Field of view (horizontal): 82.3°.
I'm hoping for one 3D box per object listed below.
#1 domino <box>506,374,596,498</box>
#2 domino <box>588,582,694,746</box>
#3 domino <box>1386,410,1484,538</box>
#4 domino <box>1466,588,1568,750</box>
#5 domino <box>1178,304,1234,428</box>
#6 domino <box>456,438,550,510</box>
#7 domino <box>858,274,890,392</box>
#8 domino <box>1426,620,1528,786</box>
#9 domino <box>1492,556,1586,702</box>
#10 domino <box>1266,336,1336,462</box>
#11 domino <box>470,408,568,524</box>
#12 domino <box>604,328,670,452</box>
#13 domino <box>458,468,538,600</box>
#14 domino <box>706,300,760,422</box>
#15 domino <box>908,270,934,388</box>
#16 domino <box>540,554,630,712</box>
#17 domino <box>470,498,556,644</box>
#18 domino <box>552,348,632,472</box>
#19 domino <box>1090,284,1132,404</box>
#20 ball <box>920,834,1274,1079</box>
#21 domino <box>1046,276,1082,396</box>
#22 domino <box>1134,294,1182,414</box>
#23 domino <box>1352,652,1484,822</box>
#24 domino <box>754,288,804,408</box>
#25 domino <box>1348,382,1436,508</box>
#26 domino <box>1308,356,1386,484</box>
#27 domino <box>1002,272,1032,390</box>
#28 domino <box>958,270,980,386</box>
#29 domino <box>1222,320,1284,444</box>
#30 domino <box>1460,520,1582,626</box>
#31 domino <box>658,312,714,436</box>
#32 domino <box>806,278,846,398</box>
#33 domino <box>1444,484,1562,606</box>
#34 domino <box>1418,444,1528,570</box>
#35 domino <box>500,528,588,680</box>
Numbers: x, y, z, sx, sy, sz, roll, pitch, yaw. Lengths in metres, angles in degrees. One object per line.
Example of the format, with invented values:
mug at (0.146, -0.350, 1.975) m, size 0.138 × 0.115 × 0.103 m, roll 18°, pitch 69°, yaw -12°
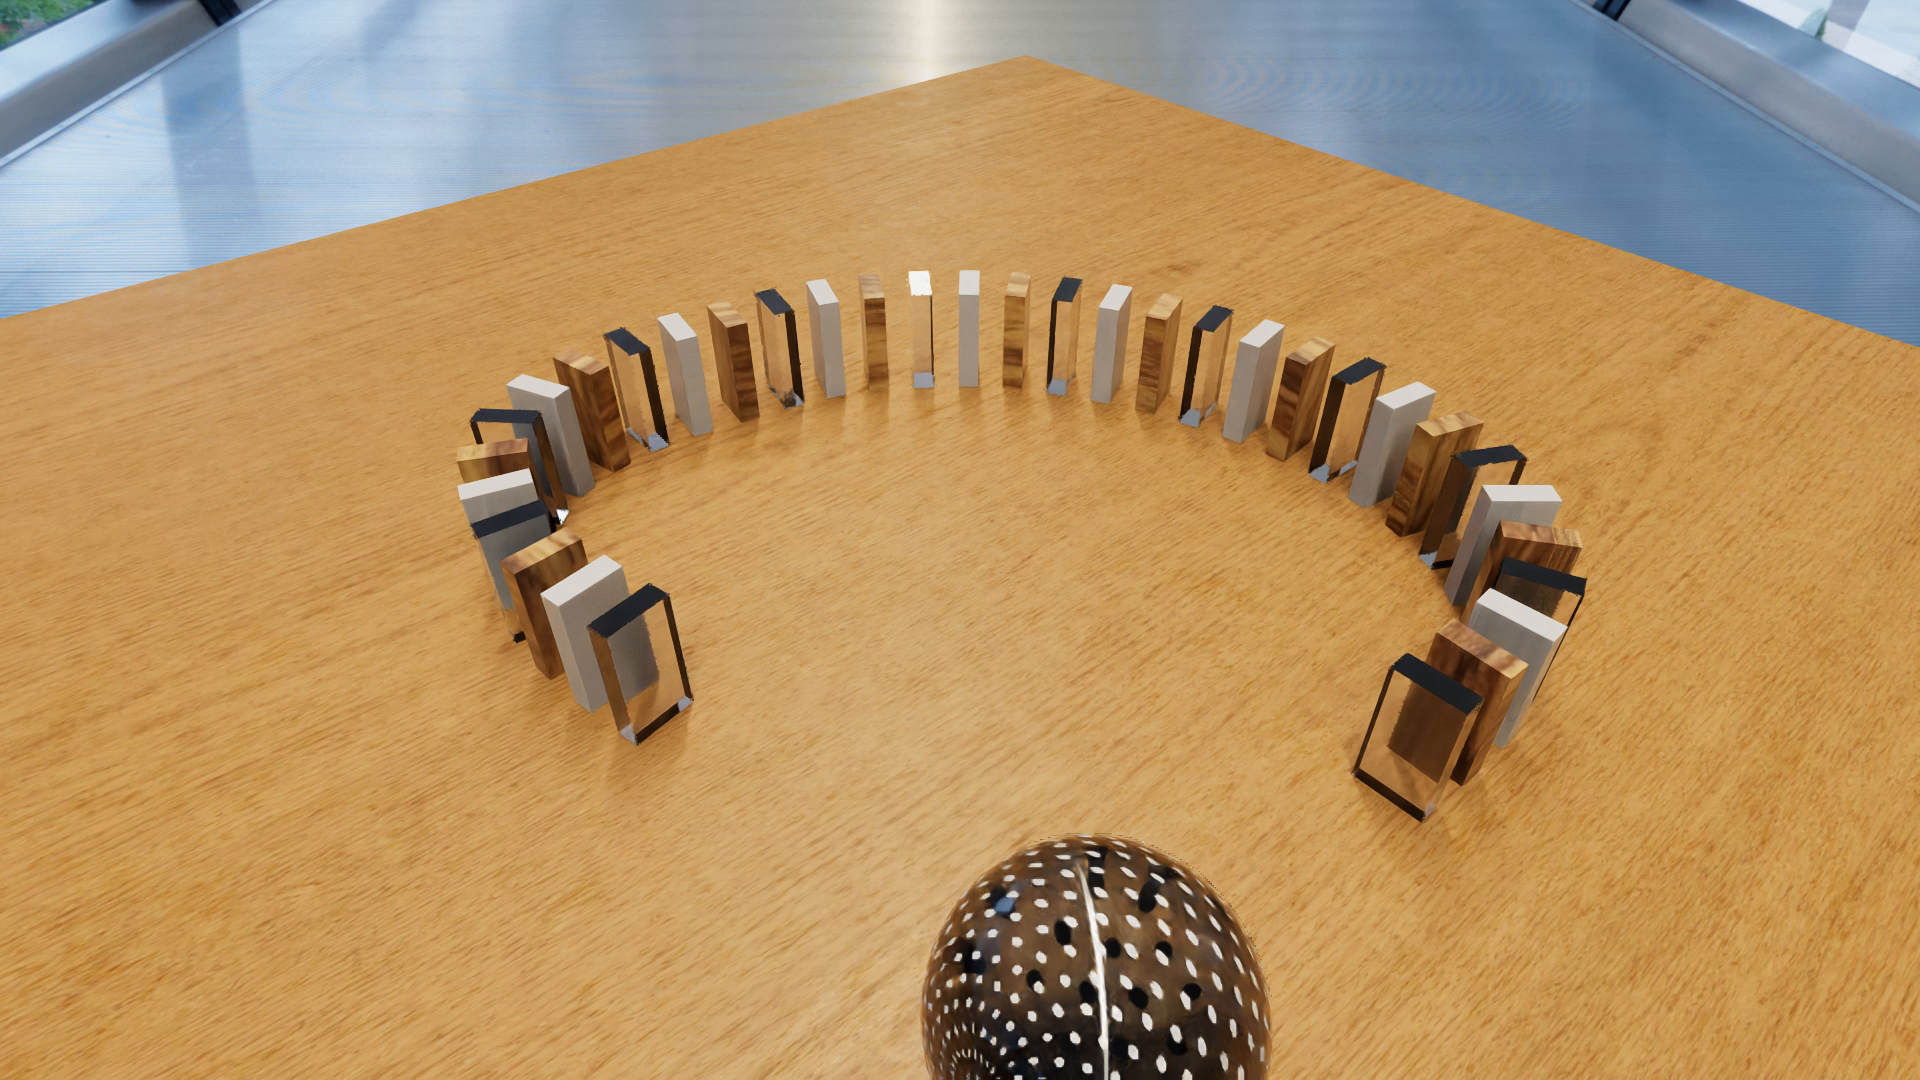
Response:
domino at (-0.172, -0.043, 0.465) m, size 0.025 × 0.050 × 0.010 m, roll 16°, pitch 42°, yaw 19°
domino at (-0.104, 0.041, 0.361) m, size 0.010 × 0.050 × 0.025 m, roll 26°, pitch 46°, yaw 28°
domino at (0.191, -0.026, 0.443) m, size 0.025 × 0.050 × 0.009 m, roll -15°, pitch 42°, yaw -18°
domino at (0.176, 0.043, 0.360) m, size 0.009 × 0.050 × 0.025 m, roll -31°, pitch 49°, yaw -32°
domino at (0.114, -0.080, 0.509) m, size 0.010 × 0.050 × 0.025 m, roll 22°, pitch 44°, yaw 24°
domino at (-0.176, -0.015, 0.429) m, size 0.025 × 0.050 × 0.009 m, roll -10°, pitch 40°, yaw -11°
domino at (-0.042, -0.100, 0.534) m, size 0.009 × 0.050 × 0.025 m, roll -7°, pitch 40°, yaw -8°
domino at (0.158, 0.052, 0.348) m, size 0.010 × 0.050 × 0.025 m, roll -26°, pitch 46°, yaw -28°
domino at (0.190, 0.031, 0.374) m, size 0.025 × 0.050 × 0.009 m, roll 18°, pitch 43°, yaw 21°
domino at (0.150, -0.062, 0.487) m, size 0.010 × 0.050 × 0.025 m, roll 31°, pitch 49°, yaw 32°
domino at (-0.179, -0.029, 0.447) m, size 0.025 × 0.050 × 0.010 m, roll 3°, pitch 39°, yaw 3°
domino at (-0.145, -0.067, 0.493) m, size 0.010 × 0.050 × 0.025 m, roll -28°, pitch 47°, yaw -30°
domino at (-0.168, -0.001, 0.413) m, size 0.025 × 0.050 × 0.009 m, roll -17°, pitch 42°, yaw -20°
domino at (-0.105, -0.083, 0.513) m, size 0.009 × 0.050 × 0.025 m, roll -21°, pitch 44°, yaw -23°
domino at (-0.019, -0.102, 0.536) m, size 0.009 × 0.050 × 0.025 m, roll -3°, pitch 39°, yaw -4°
domino at (-0.123, 0.032, 0.372) m, size 0.009 × 0.050 × 0.025 m, roll 27°, pitch 46°, yaw 29°
domino at (-0.156, 0.012, 0.397) m, size 0.025 × 0.050 × 0.009 m, roll -24°, pitch 45°, yaw -27°
domino at (-0.160, -0.056, 0.480) m, size 0.025 × 0.050 × 0.009 m, roll 25°, pitch 46°, yaw 27°
domino at (0.072, -0.093, 0.525) m, size 0.009 × 0.050 × 0.025 m, roll 14°, pitch 41°, yaw 17°
ball at (0.031, 0.109, 0.254) m, size 0.080 × 0.080 × 0.080 m, roll 0°, pitch 39°, yaw 0°
domino at (0.050, -0.098, 0.531) m, size 0.010 × 0.050 × 0.025 m, roll 11°, pitch 40°, yaw 13°
domino at (0.094, -0.087, 0.518) m, size 0.009 × 0.050 × 0.025 m, roll 17°, pitch 42°, yaw 20°
domino at (0.139, 0.061, 0.337) m, size 0.009 × 0.050 × 0.025 m, roll -29°, pitch 47°, yaw -31°
domino at (-0.085, -0.090, 0.522) m, size 0.010 × 0.050 × 0.025 m, roll -20°, pitch 43°, yaw -22°
domino at (0.180, -0.039, 0.459) m, size 0.025 × 0.050 × 0.009 m, roll -21°, pitch 44°, yaw -24°
domino at (0.166, -0.051, 0.474) m, size 0.025 × 0.050 × 0.009 m, roll -28°, pitch 47°, yaw -30°
domino at (0.028, -0.102, 0.535) m, size 0.010 × 0.050 × 0.025 m, roll 6°, pitch 40°, yaw 7°
domino at (0.004, -0.103, 0.537) m, size 0.009 × 0.050 × 0.025 m, roll 1°, pitch 39°, yaw 1°
domino at (0.133, -0.072, 0.499) m, size 0.009 × 0.050 × 0.025 m, roll 27°, pitch 46°, yaw 29°
domino at (0.198, 0.017, 0.391) m, size 0.025 × 0.050 × 0.010 m, roll 9°, pitch 40°, yaw 10°
domino at (-0.126, -0.075, 0.503) m, size 0.009 × 0.050 × 0.025 m, roll -21°, pitch 44°, yaw -24°
domino at (-0.064, -0.097, 0.530) m, size 0.009 × 0.050 × 0.025 m, roll -13°, pitch 41°, yaw -15°
domino at (0.201, 0.003, 0.408) m, size 0.025 × 0.050 × 0.009 m, roll 0°, pitch 39°, yaw 0°
domino at (0.198, -0.012, 0.426) m, size 0.025 × 0.050 × 0.009 m, roll -8°, pitch 40°, yaw -10°
domino at (-0.140, 0.023, 0.384) m, size 0.010 × 0.050 × 0.025 m, roll 30°, pitch 48°, yaw 32°
